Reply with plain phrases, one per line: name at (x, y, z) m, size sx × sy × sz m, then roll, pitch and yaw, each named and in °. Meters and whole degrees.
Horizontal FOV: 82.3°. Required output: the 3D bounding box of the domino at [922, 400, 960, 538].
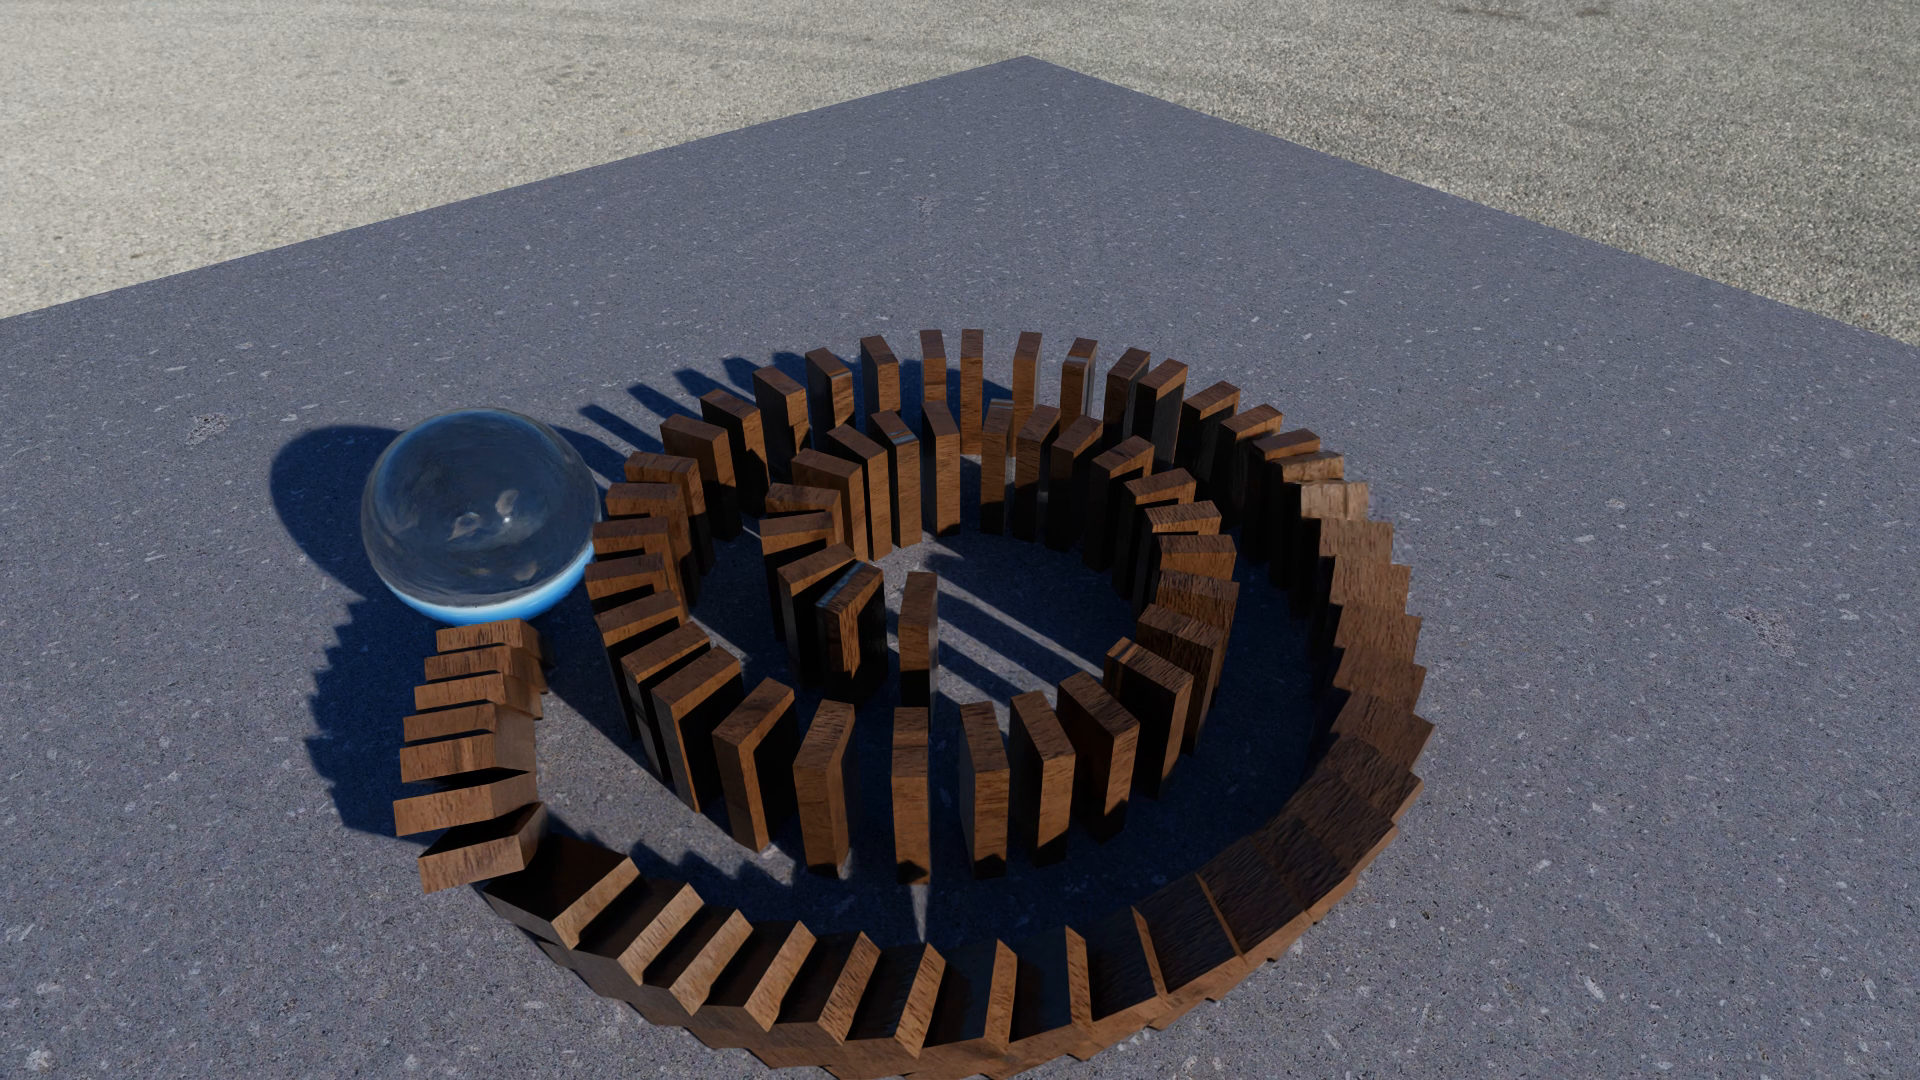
domino at (-0.008, -0.029, 0.446) m, size 0.010 × 0.050 × 0.025 m, roll -9°, pitch 40°, yaw -11°

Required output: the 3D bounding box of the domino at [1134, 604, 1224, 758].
domino at (0.068, 0.046, 0.355) m, size 0.025 × 0.050 × 0.009 m, roll 21°, pitch 44°, yaw 23°

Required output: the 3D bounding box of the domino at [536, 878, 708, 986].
domino at (-0.091, 0.103, 0.295) m, size 0.050 × 0.009 × 0.025 m, roll -14°, pitch 24°, yaw 46°

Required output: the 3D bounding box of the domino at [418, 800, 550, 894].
domino at (-0.134, 0.087, 0.314) m, size 0.025 × 0.010 × 0.050 m, roll -11°, pitch 0°, yaw -13°

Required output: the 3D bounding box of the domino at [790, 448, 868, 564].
domino at (-0.050, -0.009, 0.423) m, size 0.025 × 0.050 × 0.010 m, roll 18°, pitch 43°, yaw 20°

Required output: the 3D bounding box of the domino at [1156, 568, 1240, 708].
domino at (0.077, 0.034, 0.370) m, size 0.025 × 0.050 × 0.009 m, roll 11°, pitch 41°, yaw 13°

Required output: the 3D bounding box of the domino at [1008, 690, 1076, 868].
domino at (0.023, 0.071, 0.325) m, size 0.010 × 0.050 × 0.025 m, roll -12°, pitch 41°, yaw -15°

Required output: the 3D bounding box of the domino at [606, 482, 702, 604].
domino at (-0.113, 0.002, 0.409) m, size 0.025 × 0.050 × 0.010 m, roll 1°, pitch 39°, yaw 1°

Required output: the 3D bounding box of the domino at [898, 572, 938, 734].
domino at (-0.013, 0.038, 0.365) m, size 0.010 × 0.050 × 0.025 m, roll 3°, pitch 39°, yaw 4°

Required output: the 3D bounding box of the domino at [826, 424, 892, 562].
domino at (-0.039, -0.018, 0.434) m, size 0.010 × 0.050 × 0.025 m, roll -31°, pitch 48°, yaw -32°

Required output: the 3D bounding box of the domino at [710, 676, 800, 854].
domino at (-0.059, 0.068, 0.329) m, size 0.009 × 0.050 × 0.025 m, roll 21°, pitch 44°, yaw 23°

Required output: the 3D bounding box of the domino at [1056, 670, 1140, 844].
domino at (0.040, 0.066, 0.331) m, size 0.009 × 0.050 × 0.025 m, roll -24°, pitch 45°, yaw -26°

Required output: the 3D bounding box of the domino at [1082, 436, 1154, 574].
domino at (0.061, -0.013, 0.428) m, size 0.025 × 0.050 × 0.010 m, roll -30°, pitch 48°, yaw -31°

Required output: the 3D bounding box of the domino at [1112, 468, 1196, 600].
domino at (0.072, -0.002, 0.414) m, size 0.025 × 0.050 × 0.009 m, roll -15°, pitch 42°, yaw -17°

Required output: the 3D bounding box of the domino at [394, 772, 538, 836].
domino at (-0.143, 0.077, 0.323) m, size 0.025 × 0.050 × 0.010 m, roll -9°, pitch 84°, yaw -9°

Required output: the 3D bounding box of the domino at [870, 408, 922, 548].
domino at (-0.025, -0.024, 0.441) m, size 0.009 × 0.050 × 0.025 m, roll -18°, pitch 43°, yaw -21°

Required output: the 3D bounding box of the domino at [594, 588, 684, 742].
domino at (-0.101, 0.041, 0.361) m, size 0.025 × 0.050 × 0.010 m, roll -21°, pitch 44°, yaw -24°

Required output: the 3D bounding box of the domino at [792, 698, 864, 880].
domino at (-0.038, 0.073, 0.322) m, size 0.010 × 0.050 × 0.025 m, roll 9°, pitch 40°, yaw 10°

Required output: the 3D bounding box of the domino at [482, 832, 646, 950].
domino at (-0.111, 0.097, 0.306) m, size 0.050 × 0.009 × 0.025 m, roll -6°, pitch 26°, yaw 47°

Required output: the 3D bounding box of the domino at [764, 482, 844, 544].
domino at (-0.056, 0.003, 0.408) m, size 0.025 × 0.050 × 0.009 m, roll 7°, pitch 40°, yaw 8°

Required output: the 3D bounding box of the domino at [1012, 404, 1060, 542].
domino at (0.031, -0.026, 0.444) m, size 0.009 × 0.050 × 0.025 m, roll 15°, pitch 42°, yaw 17°

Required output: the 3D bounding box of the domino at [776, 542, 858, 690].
domino at (-0.047, 0.027, 0.379) m, size 0.025 × 0.050 × 0.010 m, roll -24°, pitch 45°, yaw -26°

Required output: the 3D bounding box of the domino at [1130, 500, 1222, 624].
domino at (0.078, 0.010, 0.400) m, size 0.025 × 0.050 × 0.009 m, roll -7°, pitch 40°, yaw -9°

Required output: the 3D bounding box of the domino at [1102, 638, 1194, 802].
domino at (0.056, 0.056, 0.343) m, size 0.025 × 0.050 × 0.010 m, roll 29°, pitch 47°, yaw 31°

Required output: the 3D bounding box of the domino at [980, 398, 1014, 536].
domino at (0.015, -0.029, 0.447) m, size 0.009 × 0.050 × 0.025 m, roll 6°, pitch 40°, yaw 8°

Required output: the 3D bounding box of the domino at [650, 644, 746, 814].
domino at (-0.078, 0.059, 0.340) m, size 0.009 × 0.050 × 0.025 m, roll 29°, pitch 48°, yaw 31°

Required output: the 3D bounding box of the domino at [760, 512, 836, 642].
domino at (-0.056, 0.014, 0.395) m, size 0.025 × 0.050 × 0.009 m, roll -8°, pitch 40°, yaw -9°

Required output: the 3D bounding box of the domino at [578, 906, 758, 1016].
domino at (-0.078, 0.109, 0.289) m, size 0.050 × 0.010 × 0.025 m, roll -15°, pitch 23°, yaw 45°

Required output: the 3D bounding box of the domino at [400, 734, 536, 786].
domino at (-0.147, 0.067, 0.333) m, size 0.025 × 0.050 × 0.010 m, roll -9°, pitch 78°, yaw -10°

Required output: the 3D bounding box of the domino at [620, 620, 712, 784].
domino at (-0.089, 0.052, 0.348) m, size 0.025 × 0.050 × 0.010 m, roll -29°, pitch 48°, yaw -31°

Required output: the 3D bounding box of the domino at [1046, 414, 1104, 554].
domino at (0.045, -0.022, 0.438) m, size 0.009 × 0.050 × 0.025 m, roll 22°, pitch 44°, yaw 24°

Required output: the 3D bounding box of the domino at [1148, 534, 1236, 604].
domino at (0.080, 0.021, 0.386) m, size 0.025 × 0.050 × 0.010 m, roll -1°, pitch 39°, yaw -1°

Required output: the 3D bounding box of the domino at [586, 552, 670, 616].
domino at (-0.110, 0.028, 0.377) m, size 0.025 × 0.050 × 0.010 m, roll -9°, pitch 40°, yaw -11°

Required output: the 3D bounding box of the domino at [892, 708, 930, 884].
domino at (-0.014, 0.075, 0.320) m, size 0.009 × 0.050 × 0.025 m, roll 0°, pitch 39°, yaw 0°

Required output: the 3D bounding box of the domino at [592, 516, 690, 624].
domino at (-0.113, 0.015, 0.393) m, size 0.025 × 0.050 × 0.009 m, roll -5°, pitch 40°, yaw -6°

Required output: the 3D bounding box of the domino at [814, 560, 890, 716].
domino at (-0.036, 0.034, 0.370) m, size 0.010 × 0.050 × 0.025 m, roll 20°, pitch 43°, yaw 23°

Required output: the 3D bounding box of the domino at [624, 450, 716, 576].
domino at (-0.111, -0.010, 0.423) m, size 0.025 × 0.050 × 0.010 m, roll 8°, pitch 40°, yaw 9°

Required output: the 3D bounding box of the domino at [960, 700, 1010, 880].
domino at (0.007, 0.074, 0.321) m, size 0.010 × 0.050 × 0.025 m, roll -6°, pitch 40°, yaw -8°
